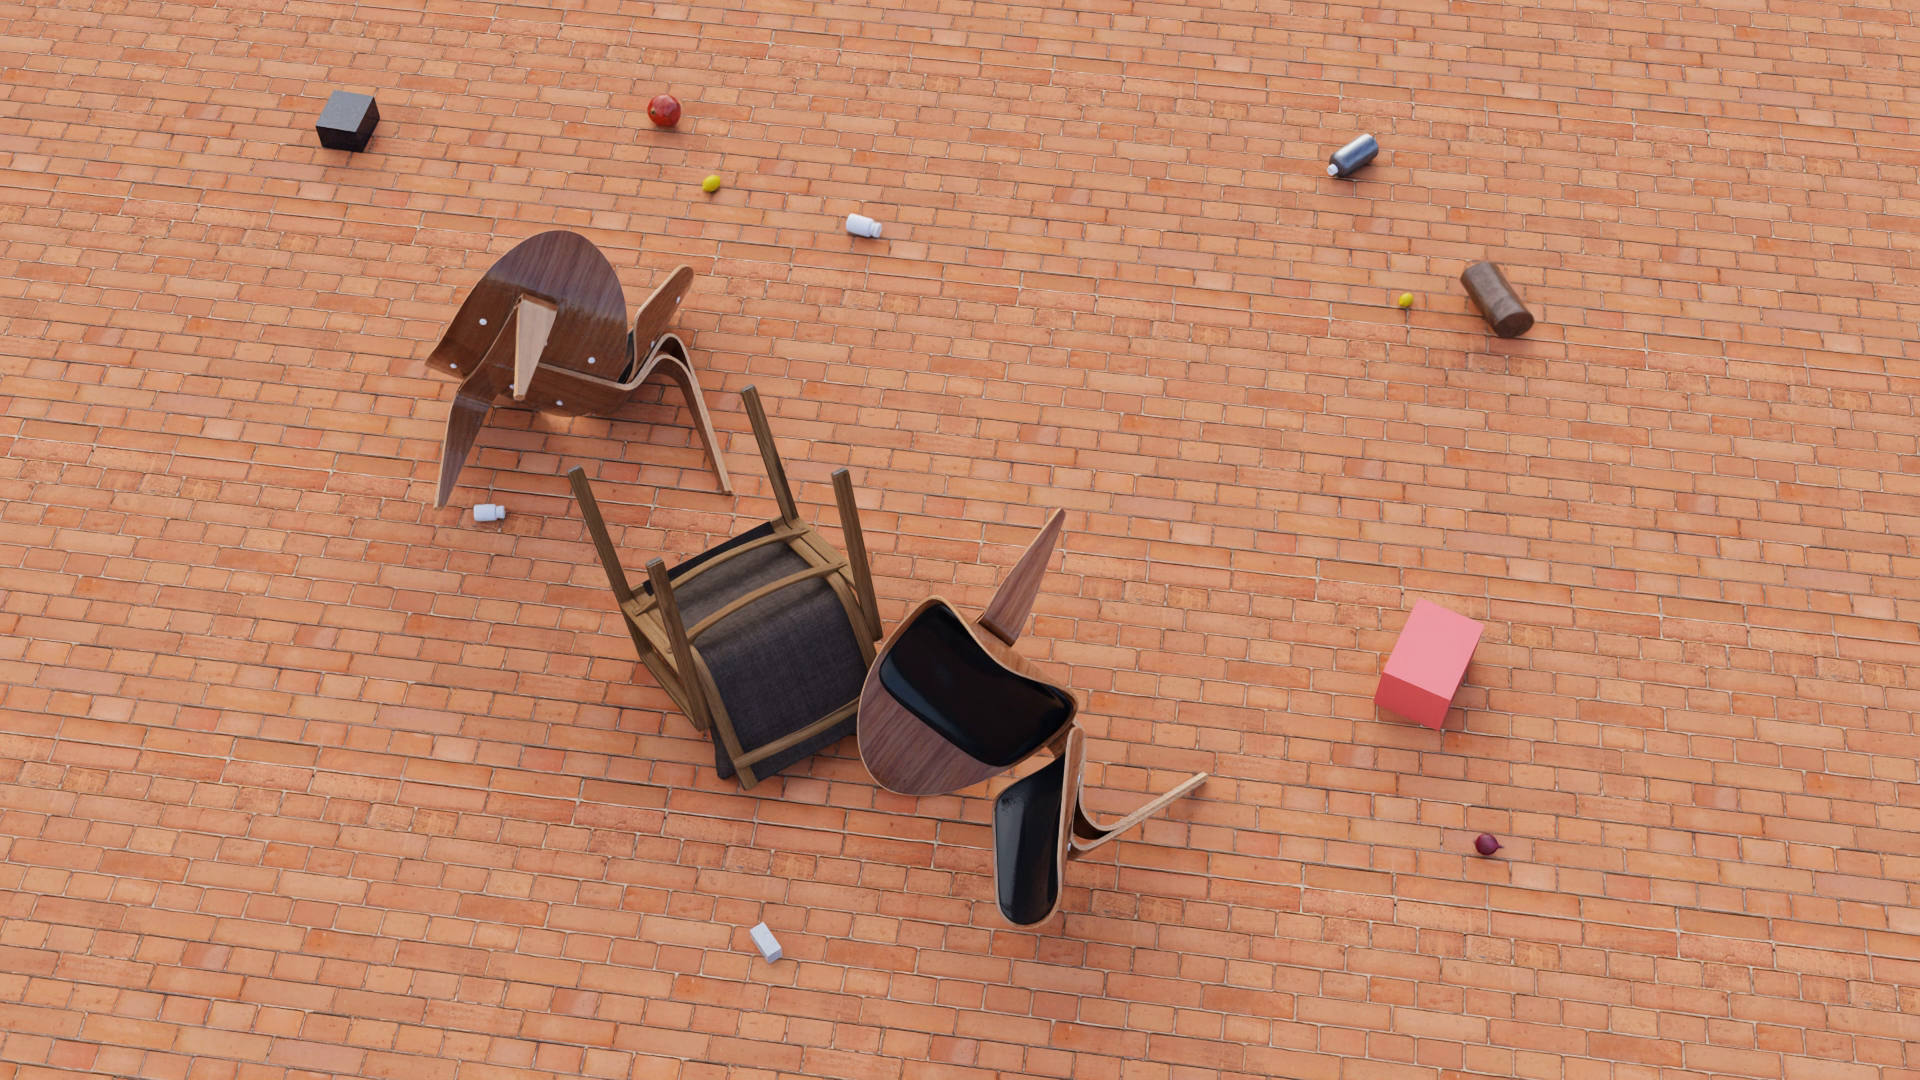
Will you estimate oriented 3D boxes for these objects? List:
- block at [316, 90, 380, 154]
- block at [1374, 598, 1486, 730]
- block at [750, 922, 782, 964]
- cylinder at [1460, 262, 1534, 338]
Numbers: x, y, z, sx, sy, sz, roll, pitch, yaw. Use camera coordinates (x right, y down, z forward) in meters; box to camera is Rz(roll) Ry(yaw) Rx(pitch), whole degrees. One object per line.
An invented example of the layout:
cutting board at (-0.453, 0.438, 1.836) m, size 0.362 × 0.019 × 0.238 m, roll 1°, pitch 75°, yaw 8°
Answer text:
block at (-2.078, -1.421, 7.466) m, size 0.144 × 0.102 × 0.172 m, roll 10°, pitch 57°, yaw 7°
block at (1.328, 0.352, 6.232) m, size 0.199 × 0.176 × 0.276 m, roll 24°, pitch 59°, yaw 15°
block at (-0.514, 1.068, 5.827) m, size 0.043 × 0.051 × 0.090 m, roll -30°, pitch 61°, yaw -19°
cylinder at (1.712, -0.765, 7.009) m, size 0.163 × 0.112 × 0.225 m, roll 4°, pitch 48°, yaw -40°
